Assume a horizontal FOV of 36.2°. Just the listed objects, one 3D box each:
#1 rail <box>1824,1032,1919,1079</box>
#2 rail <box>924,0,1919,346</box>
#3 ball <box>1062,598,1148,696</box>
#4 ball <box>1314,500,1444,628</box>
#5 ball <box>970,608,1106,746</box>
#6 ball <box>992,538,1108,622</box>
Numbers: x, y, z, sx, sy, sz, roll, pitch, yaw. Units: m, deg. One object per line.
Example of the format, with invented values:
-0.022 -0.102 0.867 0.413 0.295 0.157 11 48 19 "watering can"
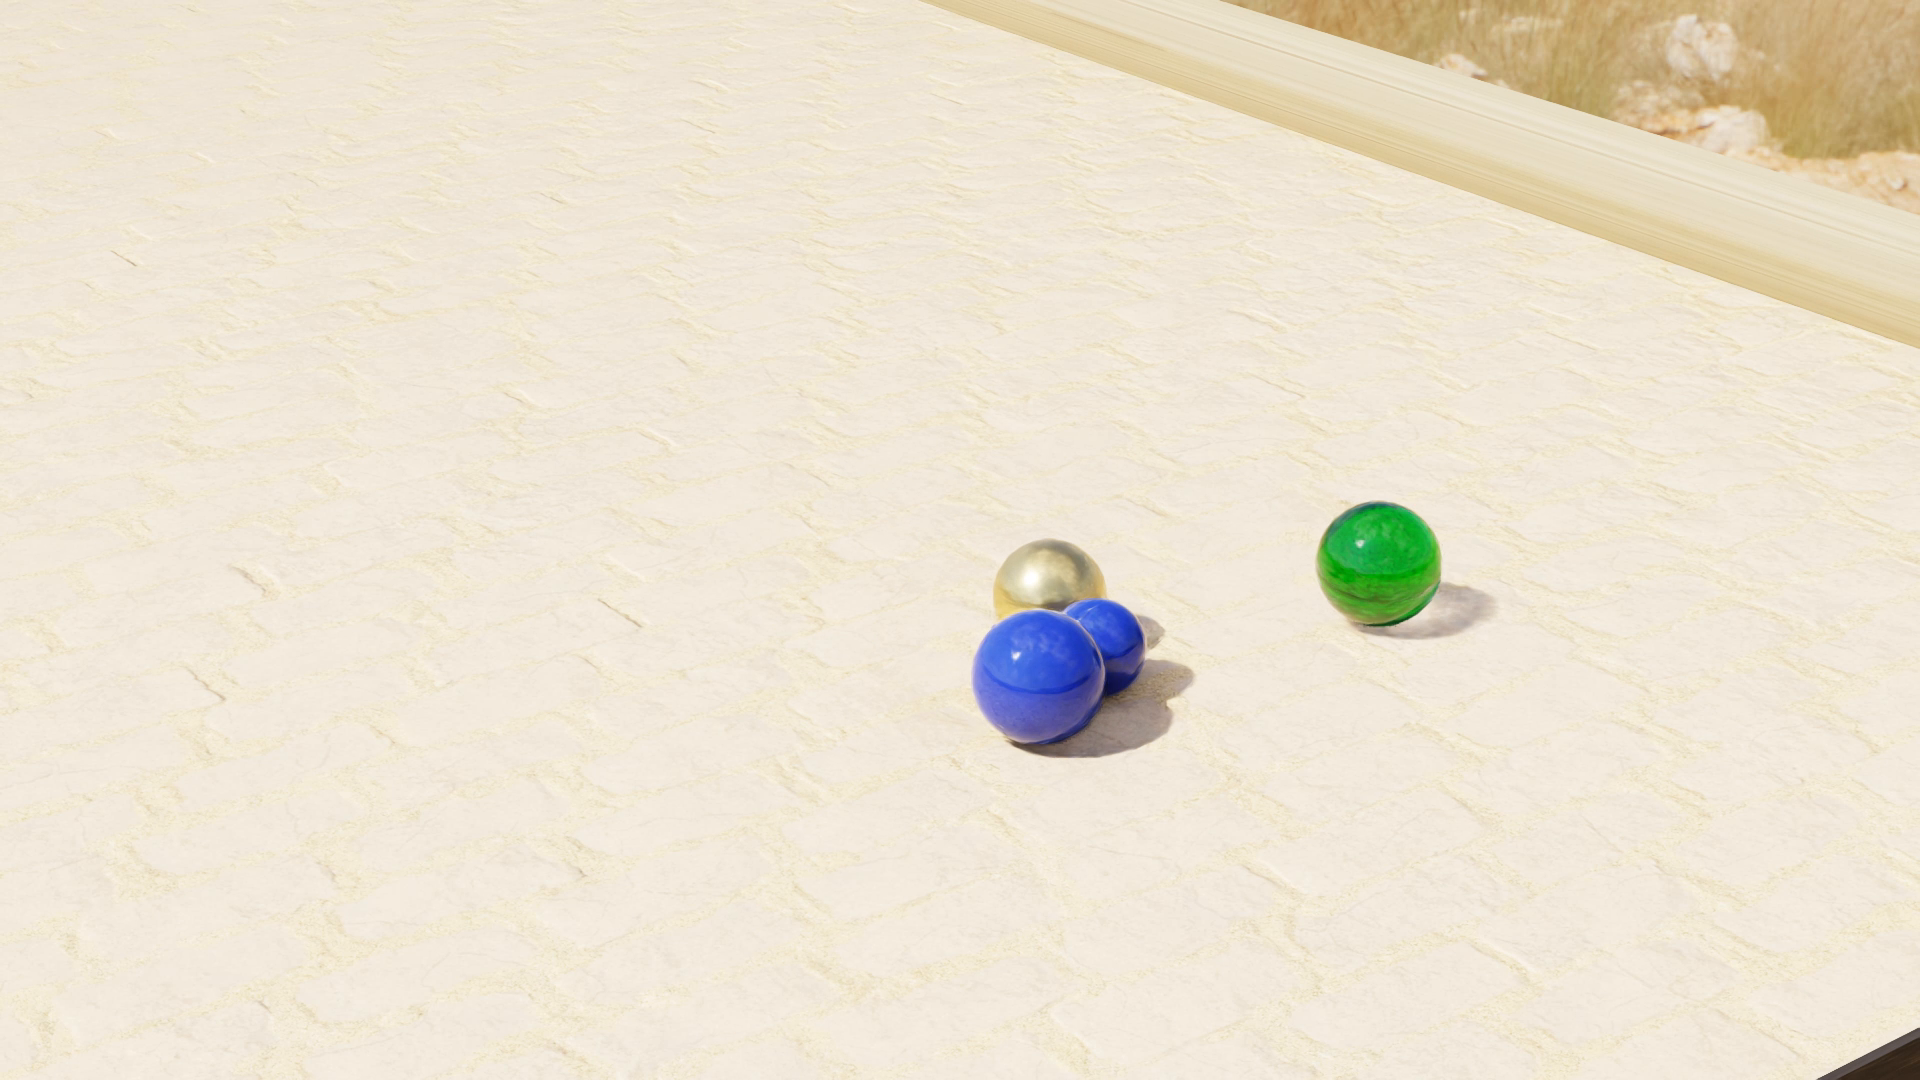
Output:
0.511 0.278 1.534 2.039 0.120 0.045 -16 29 -32 "rail"
0.287 -0.557 3.391 0.045 0.120 3.626 -16 29 -32 "rail"
0.096 0.075 2.051 0.070 0.070 0.070 0 24 0 "ball"
0.306 0.017 2.150 0.093 0.093 0.093 0 24 0 "ball"
0.053 0.092 1.984 0.092 0.092 0.092 0 24 0 "ball"
0.065 0.040 2.111 0.083 0.083 0.083 0 24 0 "ball"
